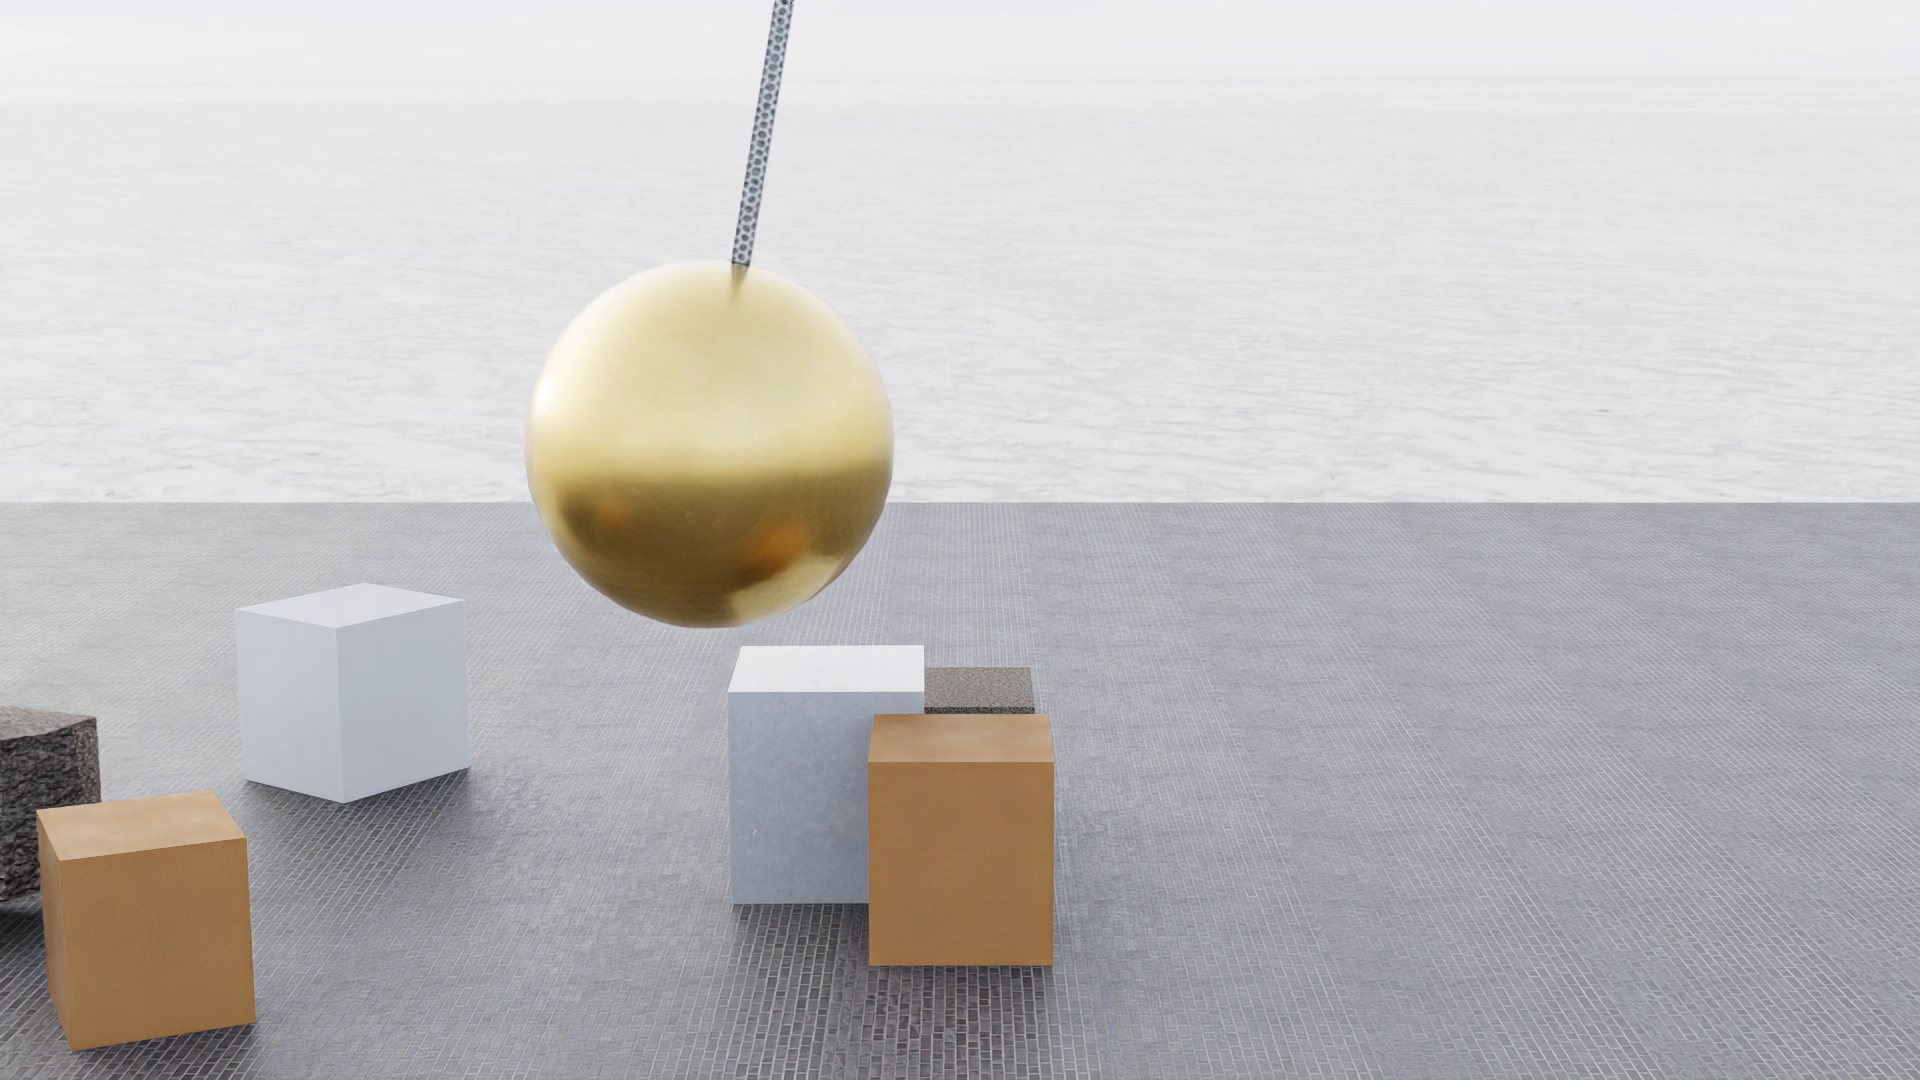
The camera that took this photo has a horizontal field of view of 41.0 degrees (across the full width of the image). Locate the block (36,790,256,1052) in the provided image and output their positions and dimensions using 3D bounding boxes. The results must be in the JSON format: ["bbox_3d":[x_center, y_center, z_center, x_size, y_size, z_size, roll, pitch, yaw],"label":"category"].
[{"bbox_3d":[-3.091,1.423,9.728,0.659,0.720,0.715,-5,11,-25],"label":"block"}]

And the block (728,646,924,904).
[{"bbox_3d":[-0.573,1.020,11.351,0.830,0.932,0.887,0,10,-1],"label":"block"}]

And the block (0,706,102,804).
[{"bbox_3d":[-4.400,1.116,11.926,0.545,0.538,0.534,4,11,23],"label":"block"}]

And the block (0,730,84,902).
[{"bbox_3d":[-4.129,1.180,10.623,0.701,0.638,0.733,-9,-1,8],"label":"block"}]

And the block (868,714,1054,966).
[{"bbox_3d":[0.004,1.216,10.534,0.733,0.838,0.766,0,10,0],"label":"block"}]

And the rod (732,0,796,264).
[{"bbox_3d":[-0.468,-3.704,10.507,0.080,5.200,0.080,10,10,-2],"label":"rod"}]

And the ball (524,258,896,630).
[{"bbox_3d":[-1.080,-0.413,11.105,1.600,1.600,1.600,0,10,0],"label":"ball"}]

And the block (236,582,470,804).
[{"bbox_3d":[-3.063,0.754,12.976,0.755,0.874,0.834,7,13,35],"label":"block"}]

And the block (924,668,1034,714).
[{"bbox_3d":[-0.020,1.010,12.216,0.726,0.642,0.800,0,10,0],"label":"block"}]
